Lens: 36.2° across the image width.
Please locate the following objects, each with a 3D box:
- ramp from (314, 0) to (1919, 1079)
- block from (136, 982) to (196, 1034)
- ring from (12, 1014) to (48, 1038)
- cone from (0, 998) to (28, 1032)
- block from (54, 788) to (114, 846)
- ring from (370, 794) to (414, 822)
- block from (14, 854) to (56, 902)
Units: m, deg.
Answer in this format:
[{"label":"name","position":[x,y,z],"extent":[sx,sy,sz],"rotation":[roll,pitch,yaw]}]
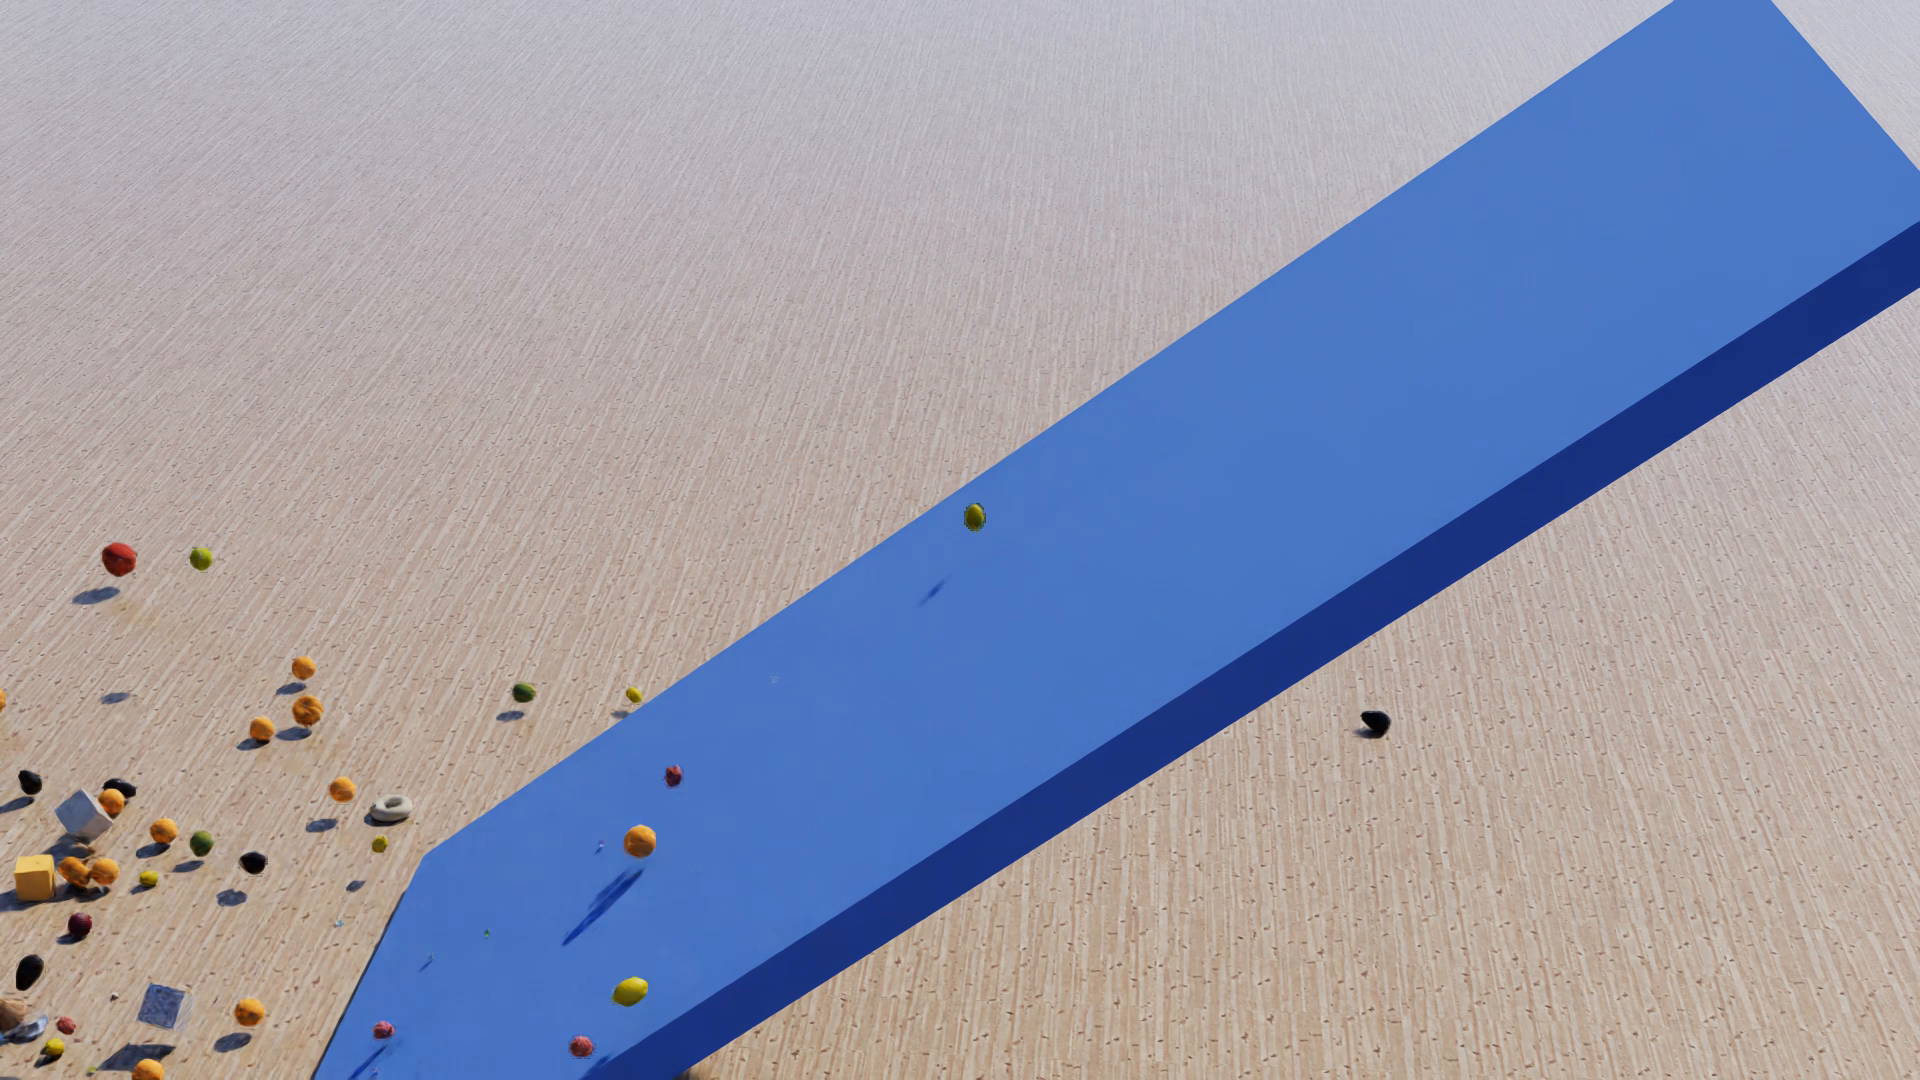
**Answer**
[{"label":"ramp","position":[0.129,0.179,6.321],"extent":[4.000,0.100,2.000],"rotation":[-34,16,16]},{"label":"block","position":[-1.903,1.124,7.056],"extent":[0.093,0.093,0.093],"rotation":[13,-16,7]},{"label":"ring","position":[-2.254,1.177,7.133],"extent":[0.087,0.029,0.087],"rotation":[-9,20,3]},{"label":"cone","position":[-2.316,1.125,7.103],"extent":[0.089,0.089,0.089],"rotation":[-22,40,20]},{"label":"block","position":[-2.374,0.751,7.970],"extent":[0.095,0.095,0.095],"rotation":[-40,65,-7]},{"label":"ring","position":[-1.578,0.745,8.169],"extent":[0.117,0.039,0.117],"rotation":[-1,23,0]},{"label":"block","position":[-2.438,0.891,7.754],"extent":[0.087,0.087,0.087],"rotation":[-4,23,-9]}]
